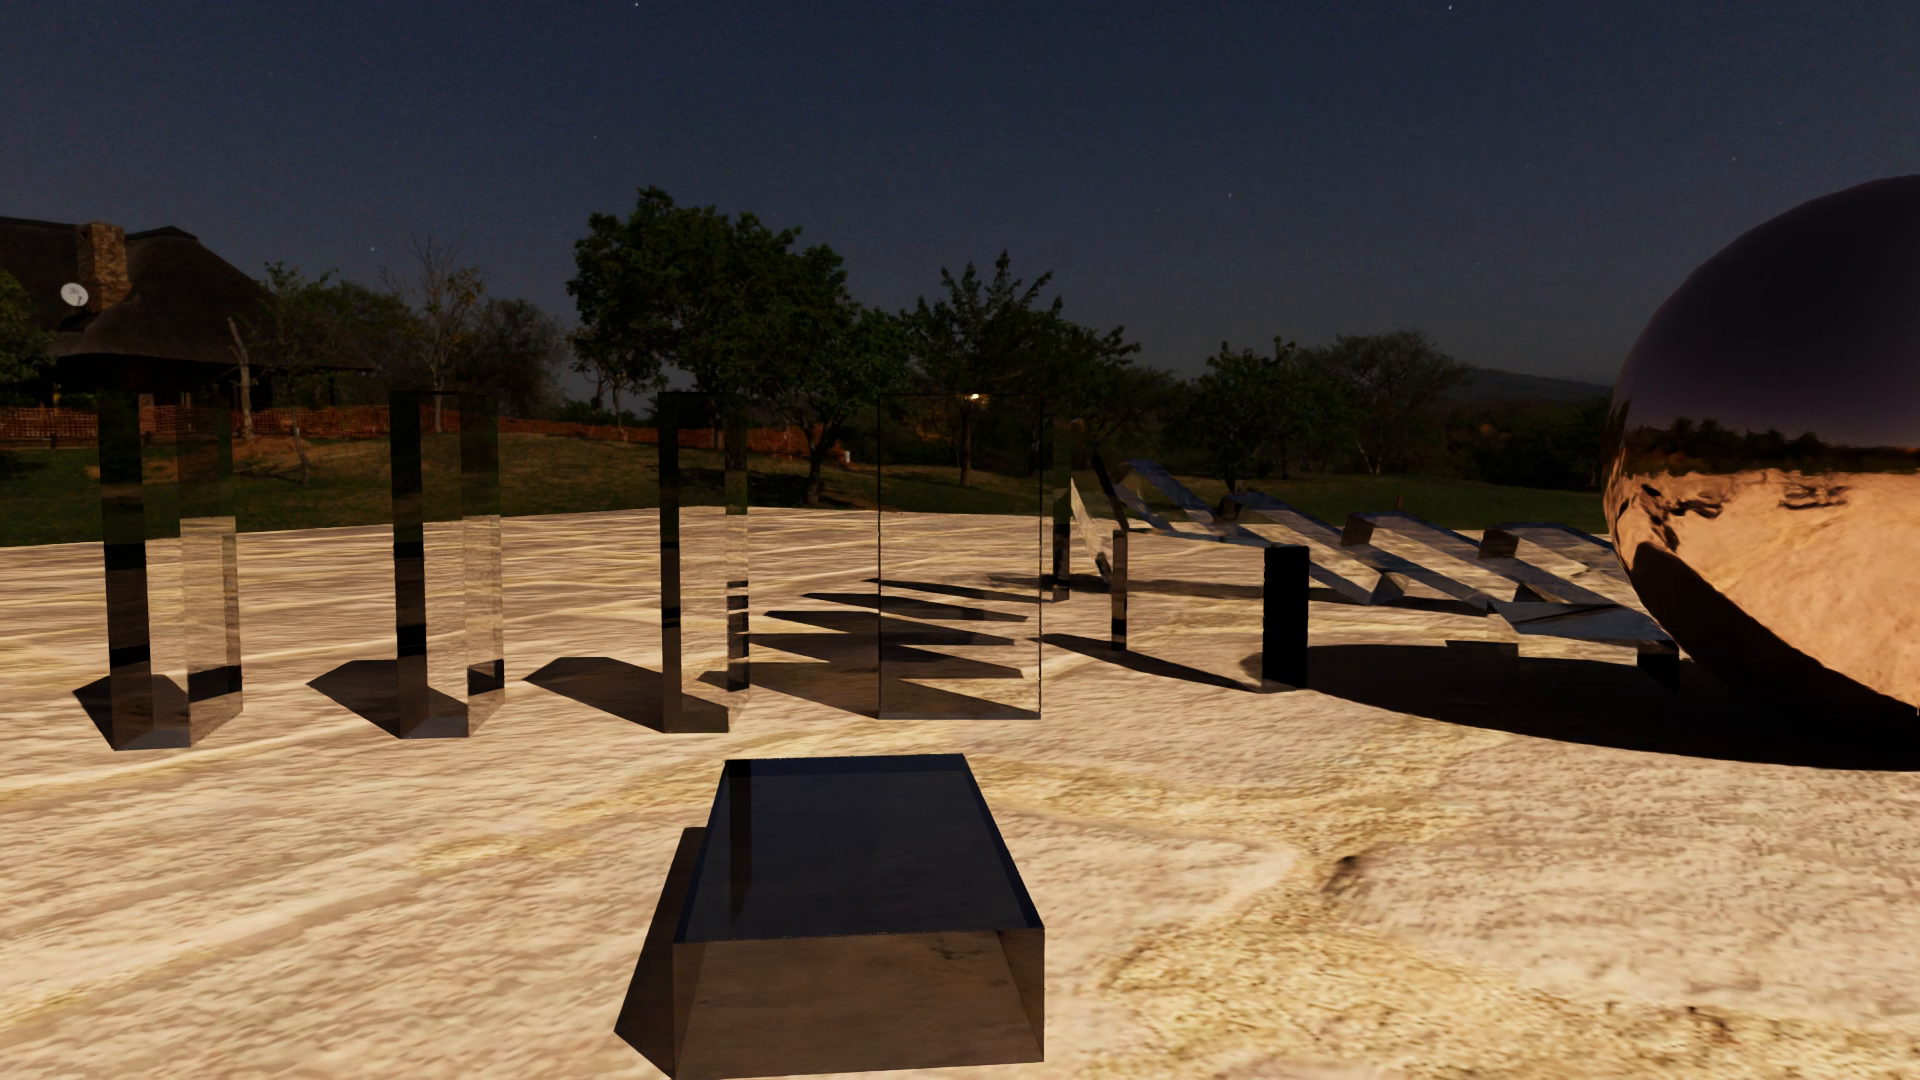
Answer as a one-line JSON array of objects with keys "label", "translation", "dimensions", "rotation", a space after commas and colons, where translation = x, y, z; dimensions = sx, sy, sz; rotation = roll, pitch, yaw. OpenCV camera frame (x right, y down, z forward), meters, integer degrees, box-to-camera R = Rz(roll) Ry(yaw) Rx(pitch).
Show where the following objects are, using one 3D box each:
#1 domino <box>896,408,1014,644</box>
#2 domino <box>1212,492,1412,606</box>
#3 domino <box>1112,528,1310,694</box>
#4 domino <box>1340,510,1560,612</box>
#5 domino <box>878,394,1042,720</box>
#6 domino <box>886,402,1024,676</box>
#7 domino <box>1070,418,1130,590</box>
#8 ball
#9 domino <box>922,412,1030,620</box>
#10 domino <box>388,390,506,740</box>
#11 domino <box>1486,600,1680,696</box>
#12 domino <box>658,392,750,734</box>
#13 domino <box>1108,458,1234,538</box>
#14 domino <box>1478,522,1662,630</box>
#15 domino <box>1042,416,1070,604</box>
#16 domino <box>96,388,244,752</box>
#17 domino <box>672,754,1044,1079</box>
[{"label": "domino", "translation": [-0.001, -0.003, 0.278], "dimensions": [0.025, 0.050, 0.010], "rotation": [0, 4, 2]}, {"label": "domino", "translation": [0.098, 0.002, 0.358], "dimensions": [0.050, 0.010, 0.025], "rotation": [31, 22, 34]}, {"label": "domino", "translation": [0.046, 0.012, 0.242], "dimensions": [0.010, 0.025, 0.050], "rotation": [-2, 5, -24]}, {"label": "domino", "translation": [0.128, 0.005, 0.335], "dimensions": [0.025, 0.010, 0.050], "rotation": [-3, 23, -39]}, {"label": "domino", "translation": [0.000, 0.002, 0.201], "dimensions": [0.025, 0.050, 0.009], "rotation": [0, 4, 0]}, {"label": "domino", "translation": [-0.001, 0.000, 0.239], "dimensions": [0.025, 0.050, 0.010], "rotation": [0, 4, -1]}, {"label": "domino", "translation": [0.039, -0.010, 0.369], "dimensions": [0.010, 0.050, 0.025], "rotation": [-24, 6, -2]}, {"label": "ball", "translation": [0.136, -0.011, 0.182], "dimensions": [0.080, 0.080, 0.080], "rotation": [0, 4, 0]}, {"label": "domino", "translation": [0.004, -0.006, 0.316], "dimensions": [0.025, 0.050, 0.010], "rotation": [1, 4, 11]}, {"label": "domino", "translation": [-0.078, 0.003, 0.196], "dimensions": [0.009, 0.050, 0.025], "rotation": [-1, 4, -8]}, {"label": "domino", "translation": [0.116, 0.020, 0.243], "dimensions": [0.025, 0.010, 0.050], "rotation": [1, 4, 17]}, {"label": "domino", "translation": [-0.039, 0.003, 0.199], "dimensions": [0.010, 0.050, 0.025], "rotation": [0, 4, -2]}, {"label": "domino", "translation": [0.067, -0.004, 0.372], "dimensions": [0.050, 0.010, 0.025], "rotation": [42, 21, 18]}, {"label": "domino", "translation": [0.152, 0.008, 0.305], "dimensions": [0.025, 0.009, 0.050], "rotation": [-2, 20, -26]}, {"label": "domino", "translation": [0.017, -0.009, 0.352], "dimensions": [0.025, 0.050, 0.009], "rotation": [3, 5, 33]}, {"label": "domino", "translation": [-0.116, 0.003, 0.189], "dimensions": [0.009, 0.050, 0.025], "rotation": [-1, 4, -14]}, {"label": "domino", "translation": [-0.009, 0.029, 0.111], "dimensions": [0.025, 0.010, 0.050], "rotation": [0, 4, -6]}]
